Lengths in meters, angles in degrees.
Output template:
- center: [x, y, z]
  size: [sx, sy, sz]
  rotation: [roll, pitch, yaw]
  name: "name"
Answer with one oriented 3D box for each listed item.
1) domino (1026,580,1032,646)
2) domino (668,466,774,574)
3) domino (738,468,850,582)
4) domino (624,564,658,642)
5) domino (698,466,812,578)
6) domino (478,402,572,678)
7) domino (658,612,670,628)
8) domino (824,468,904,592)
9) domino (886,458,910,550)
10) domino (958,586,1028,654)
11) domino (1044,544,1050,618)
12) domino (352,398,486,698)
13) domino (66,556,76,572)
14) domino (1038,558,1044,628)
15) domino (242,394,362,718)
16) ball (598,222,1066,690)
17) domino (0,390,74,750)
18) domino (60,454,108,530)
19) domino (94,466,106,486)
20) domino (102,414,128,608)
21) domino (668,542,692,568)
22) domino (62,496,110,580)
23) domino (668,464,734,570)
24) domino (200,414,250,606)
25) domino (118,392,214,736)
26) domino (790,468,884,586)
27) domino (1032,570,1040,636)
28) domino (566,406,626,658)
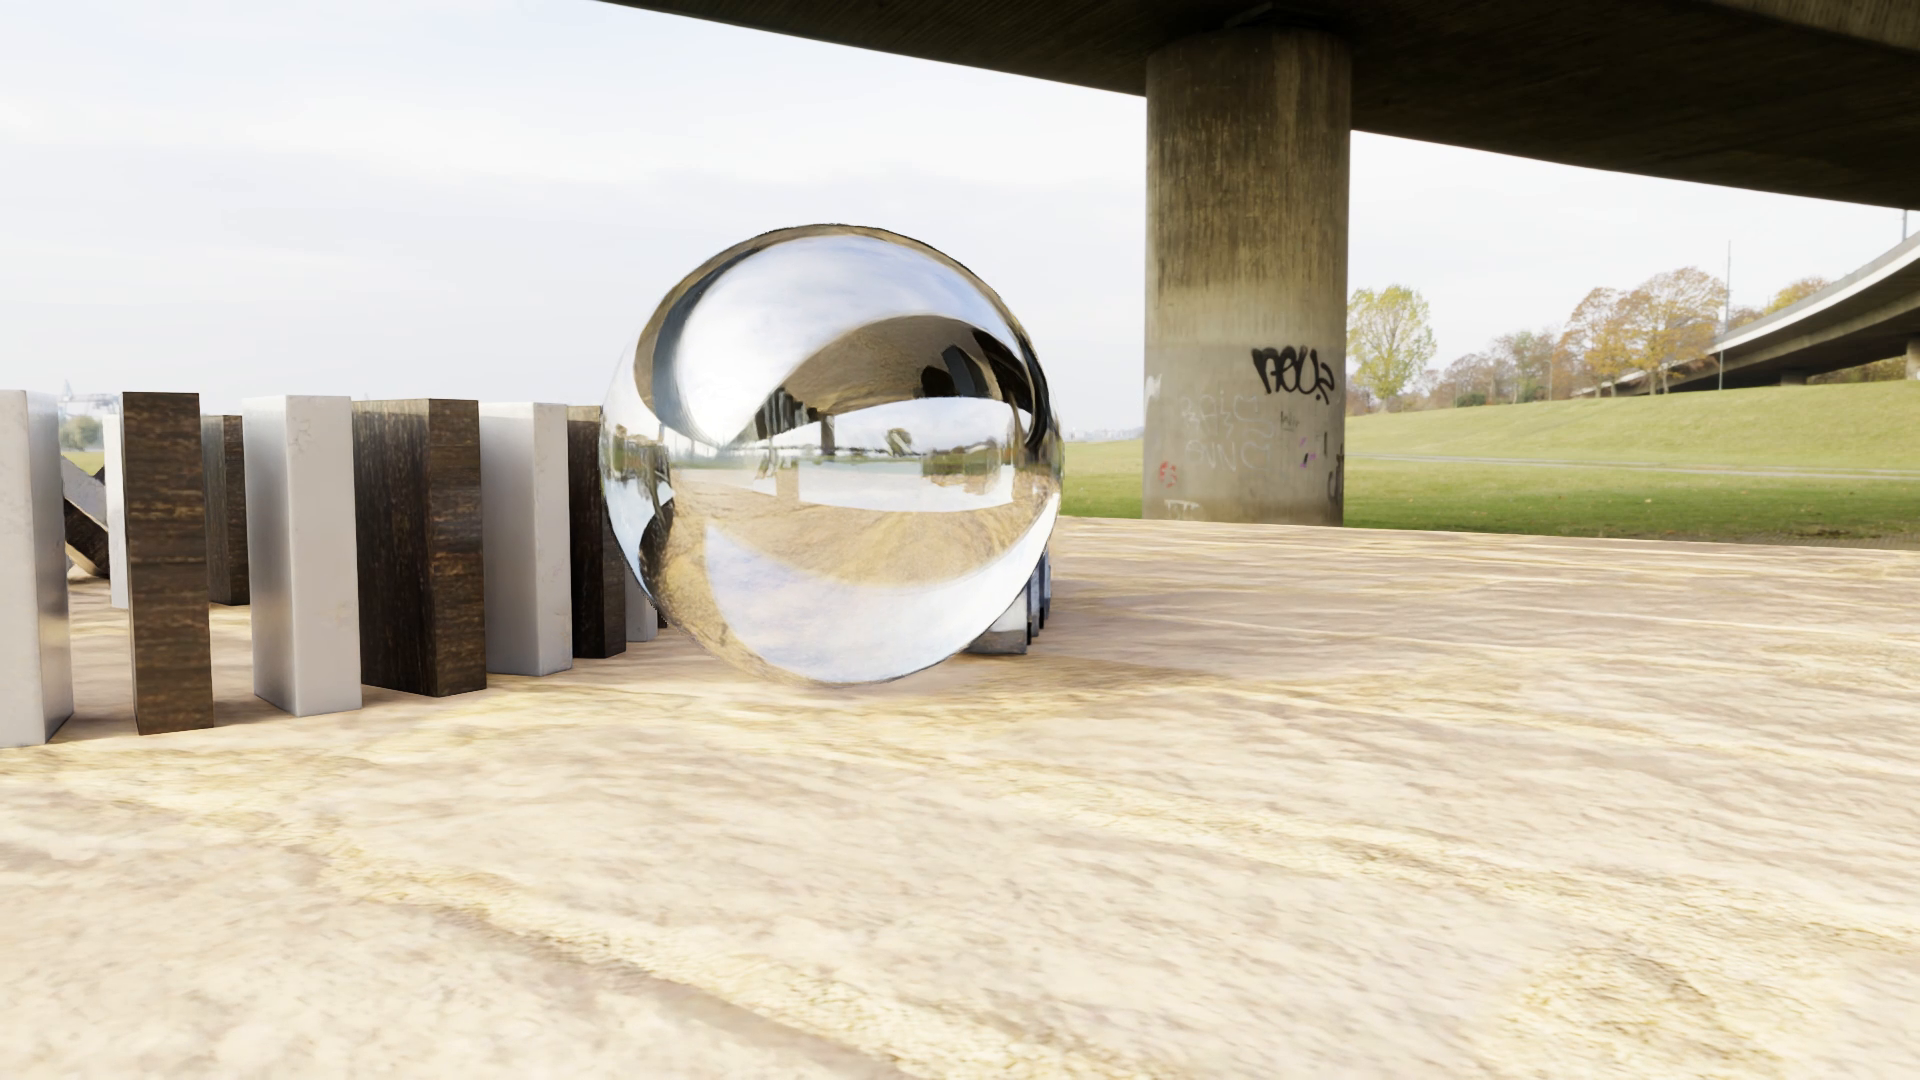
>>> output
- center: [0.003, -0.001, 0.282]
  size: [0.025, 0.050, 0.009]
  rotation: [0, -35, 2]
  name: "domino"
- center: [-0.079, -0.008, 0.438]
  size: [0.050, 0.009, 0.025]
  rotation: [40, 25, 27]
  name: "domino"
- center: [-0.048, -0.006, 0.416]
  size: [0.025, 0.009, 0.050]
  rotation: [-4, 38, -45]
  name: "domino"
- center: [-0.080, -0.003, 0.278]
  size: [0.025, 0.050, 0.009]
  rotation: [0, 4, 2]
  name: "domino"
- center: [-0.063, -0.007, 0.428]
  size: [0.025, 0.009, 0.050]
  rotation: [-5, 39, -49]
  name: "domino"
- center: [-0.087, -0.001, 0.241]
  size: [0.025, 0.050, 0.010]
  rotation: [2, 5, 20]
  name: "domino"
- center: [-0.081, -0.005, 0.297]
  size: [0.025, 0.050, 0.009]
  rotation: [-1, 4, -9]
  name: "domino"
- center: [-0.020, -0.004, 0.390]
  size: [0.025, 0.009, 0.050]
  rotation: [-3, 38, -32]
  name: "domino"
- center: [-0.005, -0.004, 0.374]
  size: [0.025, 0.010, 0.050]
  rotation: [-1, 42, -14]
  name: "domino"
- center: [0.002, 0.000, 0.270]
  size: [0.025, 0.050, 0.009]
  rotation: [0, -34, 3]
  name: "domino"
- center: [0.009, -0.004, 0.319]
  size: [0.025, 0.050, 0.009]
  rotation: [1, -34, 1]
  name: "domino"
- center: [-0.095, 0.001, 0.224]
  size: [0.025, 0.050, 0.009]
  rotation: [3, 5, 34]
  name: "domino"
- center: [-0.291, -0.008, 0.381]
  size: [0.025, 0.050, 0.009]
  rotation: [3, 44, 35]
  name: "domino"
- center: [0.007, -0.003, 0.306]
  size: [0.025, 0.050, 0.009]
  rotation: [0, -34, 2]
  name: "domino"
- center: [-0.108, 0.002, 0.210]
  size: [0.010, 0.050, 0.025]
  rotation: [-4, 6, -42]
  name: "domino"
- center: [-0.022, -0.014, 0.224]
  size: [0.080, 0.080, 0.080]
  rotation: [0, 4, 0]
  name: "ball"
- center: [-0.139, 0.003, 0.189]
  size: [0.009, 0.050, 0.025]
  rotation: [-2, 5, -27]
  name: "domino"
- center: [-0.271, -0.009, 0.410]
  size: [0.025, 0.010, 0.050]
  rotation: [5, -36, 49]
  name: "domino"
- center: [-0.258, -0.009, 0.424]
  size: [0.050, 0.010, 0.025]
  rotation: [42, -16, -25]
  name: "domino"
- center: [-0.208, -0.007, 0.331]
  size: [0.025, 0.050, 0.010]
  rotation: [3, 5, 31]
  name: "domino"
- center: [-0.113, -0.009, 0.454]
  size: [0.050, 0.010, 0.025]
  rotation: [37, 18, 19]
  name: "domino"
- center: [-0.282, -0.008, 0.396]
  size: [0.025, 0.050, 0.009]
  rotation: [4, 50, 41]
  name: "domino"
- center: [-0.095, -0.008, 0.447]
  size: [0.050, 0.009, 0.025]
  rotation: [39, 22, 24]
  name: "domino"
- center: [-0.197, -0.008, 0.346]
  size: [0.025, 0.050, 0.010]
  rotation: [4, 6, 41]
  name: "domino"
- center: [-0.123, 0.003, 0.198]
  size: [0.009, 0.050, 0.025]
  rotation: [-3, 5, -34]
  name: "domino"
- center: [-0.032, -0.005, 0.404]
  size: [0.025, 0.010, 0.050]
  rotation: [-3, 37, -35]
  name: "domino"
- center: [0.005, -0.002, 0.294]
  size: [0.025, 0.050, 0.009]
  rotation: [0, -35, 2]
  name: "domino"
- center: [-0.082, -0.002, 0.259]
  size: [0.025, 0.050, 0.009]
  rotation: [1, 4, 11]
  name: "domino"
